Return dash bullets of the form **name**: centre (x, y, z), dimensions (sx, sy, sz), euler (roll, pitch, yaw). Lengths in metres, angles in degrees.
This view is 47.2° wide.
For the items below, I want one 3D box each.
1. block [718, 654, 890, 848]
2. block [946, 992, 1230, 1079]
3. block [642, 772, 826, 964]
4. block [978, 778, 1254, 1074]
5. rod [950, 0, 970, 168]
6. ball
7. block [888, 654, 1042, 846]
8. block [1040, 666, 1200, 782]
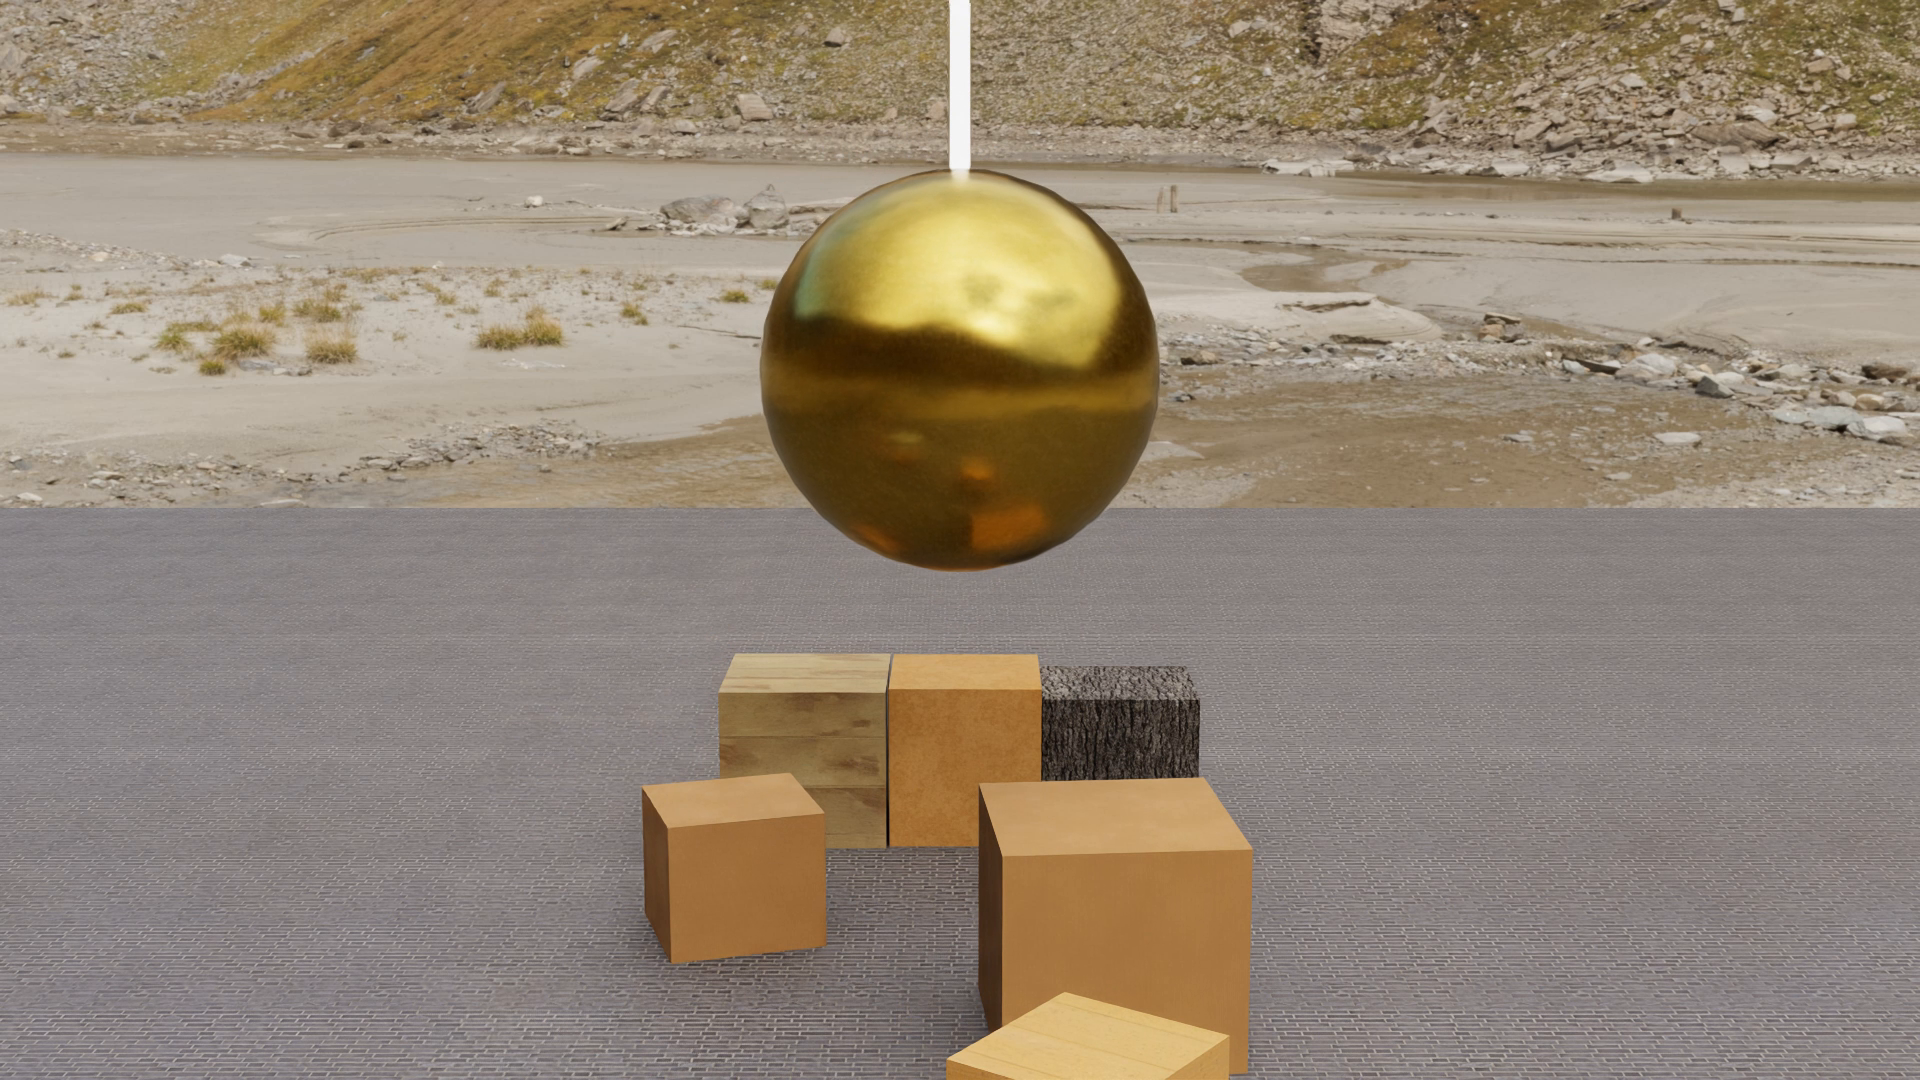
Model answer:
- **block**: centre (-0.784, 1.078, 11.382), dimensions (0.829, 0.807, 0.838), euler (0, 10, 0)
- **block**: centre (0.415, 1.940, 7.078), dimensions (0.637, 0.651, 0.683), euler (7, 13, 35)
- **block**: centre (-1.018, 1.456, 9.853), dimensions (0.692, 0.611, 0.656), euler (-3, 11, -18)
- **block**: centre (0.586, 1.518, 8.725), dimensions (0.941, 0.891, 0.945), euler (-1, 10, -5)
- **rod**: centre (0.000, -4.003, 9.465), dimensions (0.080, 5.200, 0.080), euler (0, -12, 0)
- **ball**: centre (0.000, -0.673, 8.779), dimensions (1.600, 1.600, 1.600), euler (0, 10, 0)
- **block**: centre (0.028, 1.076, 11.373), dimensions (0.761, 0.815, 0.754), euler (0, 10, 0)
- **block**: centre (0.806, 1.104, 11.384), dimensions (0.785, 0.755, 0.712), euler (0, 10, 0)
